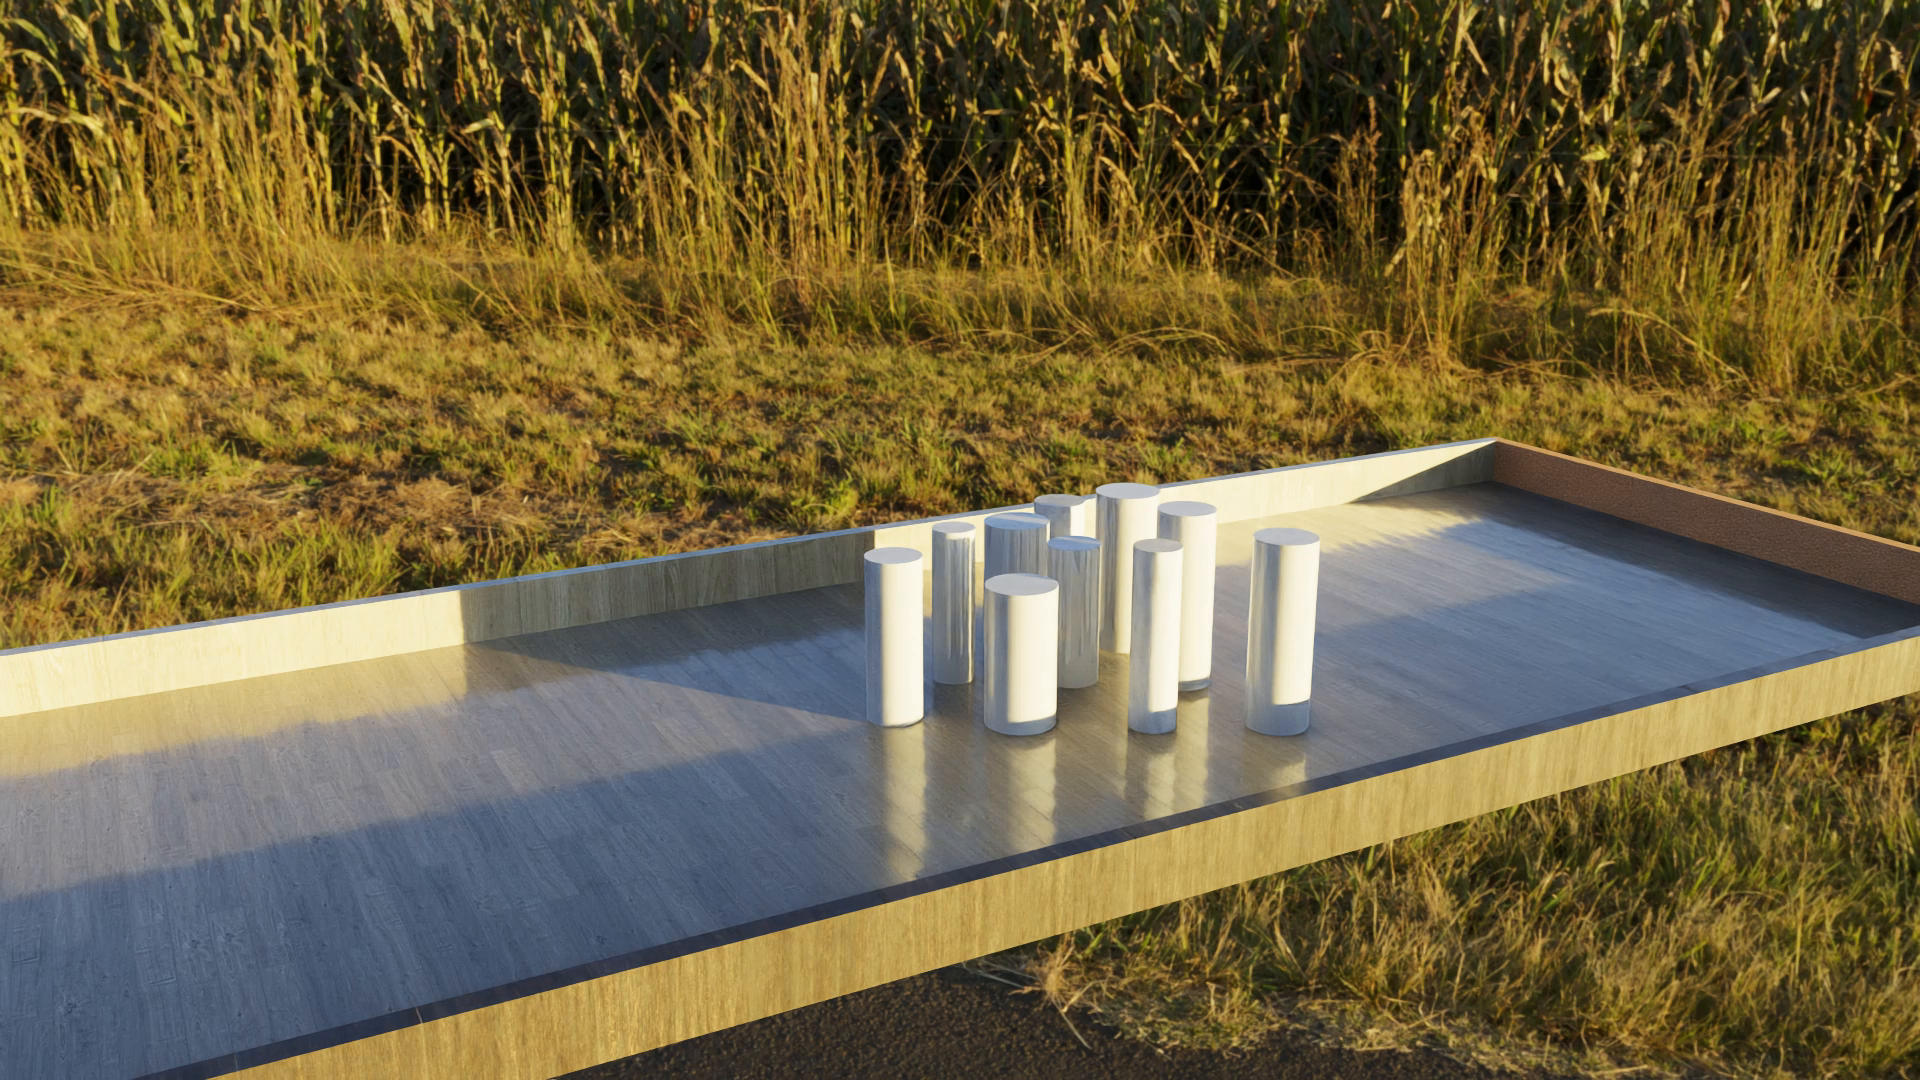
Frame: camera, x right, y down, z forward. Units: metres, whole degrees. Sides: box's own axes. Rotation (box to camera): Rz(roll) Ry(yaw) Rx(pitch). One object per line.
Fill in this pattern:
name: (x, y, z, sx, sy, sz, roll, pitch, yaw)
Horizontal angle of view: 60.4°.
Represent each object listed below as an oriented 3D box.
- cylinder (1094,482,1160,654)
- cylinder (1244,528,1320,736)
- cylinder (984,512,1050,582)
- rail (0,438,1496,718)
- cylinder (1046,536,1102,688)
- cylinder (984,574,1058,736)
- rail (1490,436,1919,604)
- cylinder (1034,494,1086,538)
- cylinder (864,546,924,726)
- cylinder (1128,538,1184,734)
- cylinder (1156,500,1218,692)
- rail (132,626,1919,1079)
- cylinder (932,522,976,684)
cylinder: (0.438, 0.073, 4.363, 0.169, 0.420, 0.169, 0, 16, 0)
cylinder: (0.744, 0.212, 3.822, 0.150, 0.458, 0.150, 0, 16, 0)
cylinder: (0.149, 0.112, 4.371, 0.174, 0.339, 0.174, 0, 16, 0)
rail: (-3.305, 0.497, 3.399, 12.000, 0.150, 0.050, -9, 18, -27)
cylinder: (0.281, 0.179, 4.114, 0.134, 0.357, 0.134, 0, 16, 0)
cylinder: (0.142, 0.265, 3.850, 0.171, 0.340, 0.171, 0, 16, 0)
rail: (2.466, -0.048, 5.253, 0.050, 0.150, 2.100, -9, 18, -27)
cylinder: (0.275, 0.051, 4.592, 0.142, 0.333, 0.142, 0, 16, 0)
cylinder: (-0.154, 0.227, 3.874, 0.137, 0.400, 0.137, 0, 16, 0)
cylinder: (0.452, 0.223, 3.818, 0.114, 0.439, 0.114, 0, 16, 0)
cylinder: (0.555, 0.138, 4.089, 0.147, 0.449, 0.147, 0, 16, 0)
rail: (-2.336, 1.006, 1.665, 12.000, 0.150, 0.050, -9, 18, -27)
cylinder: (-0.016, 0.157, 4.121, 0.108, 0.394, 0.108, 0, 16, 0)
